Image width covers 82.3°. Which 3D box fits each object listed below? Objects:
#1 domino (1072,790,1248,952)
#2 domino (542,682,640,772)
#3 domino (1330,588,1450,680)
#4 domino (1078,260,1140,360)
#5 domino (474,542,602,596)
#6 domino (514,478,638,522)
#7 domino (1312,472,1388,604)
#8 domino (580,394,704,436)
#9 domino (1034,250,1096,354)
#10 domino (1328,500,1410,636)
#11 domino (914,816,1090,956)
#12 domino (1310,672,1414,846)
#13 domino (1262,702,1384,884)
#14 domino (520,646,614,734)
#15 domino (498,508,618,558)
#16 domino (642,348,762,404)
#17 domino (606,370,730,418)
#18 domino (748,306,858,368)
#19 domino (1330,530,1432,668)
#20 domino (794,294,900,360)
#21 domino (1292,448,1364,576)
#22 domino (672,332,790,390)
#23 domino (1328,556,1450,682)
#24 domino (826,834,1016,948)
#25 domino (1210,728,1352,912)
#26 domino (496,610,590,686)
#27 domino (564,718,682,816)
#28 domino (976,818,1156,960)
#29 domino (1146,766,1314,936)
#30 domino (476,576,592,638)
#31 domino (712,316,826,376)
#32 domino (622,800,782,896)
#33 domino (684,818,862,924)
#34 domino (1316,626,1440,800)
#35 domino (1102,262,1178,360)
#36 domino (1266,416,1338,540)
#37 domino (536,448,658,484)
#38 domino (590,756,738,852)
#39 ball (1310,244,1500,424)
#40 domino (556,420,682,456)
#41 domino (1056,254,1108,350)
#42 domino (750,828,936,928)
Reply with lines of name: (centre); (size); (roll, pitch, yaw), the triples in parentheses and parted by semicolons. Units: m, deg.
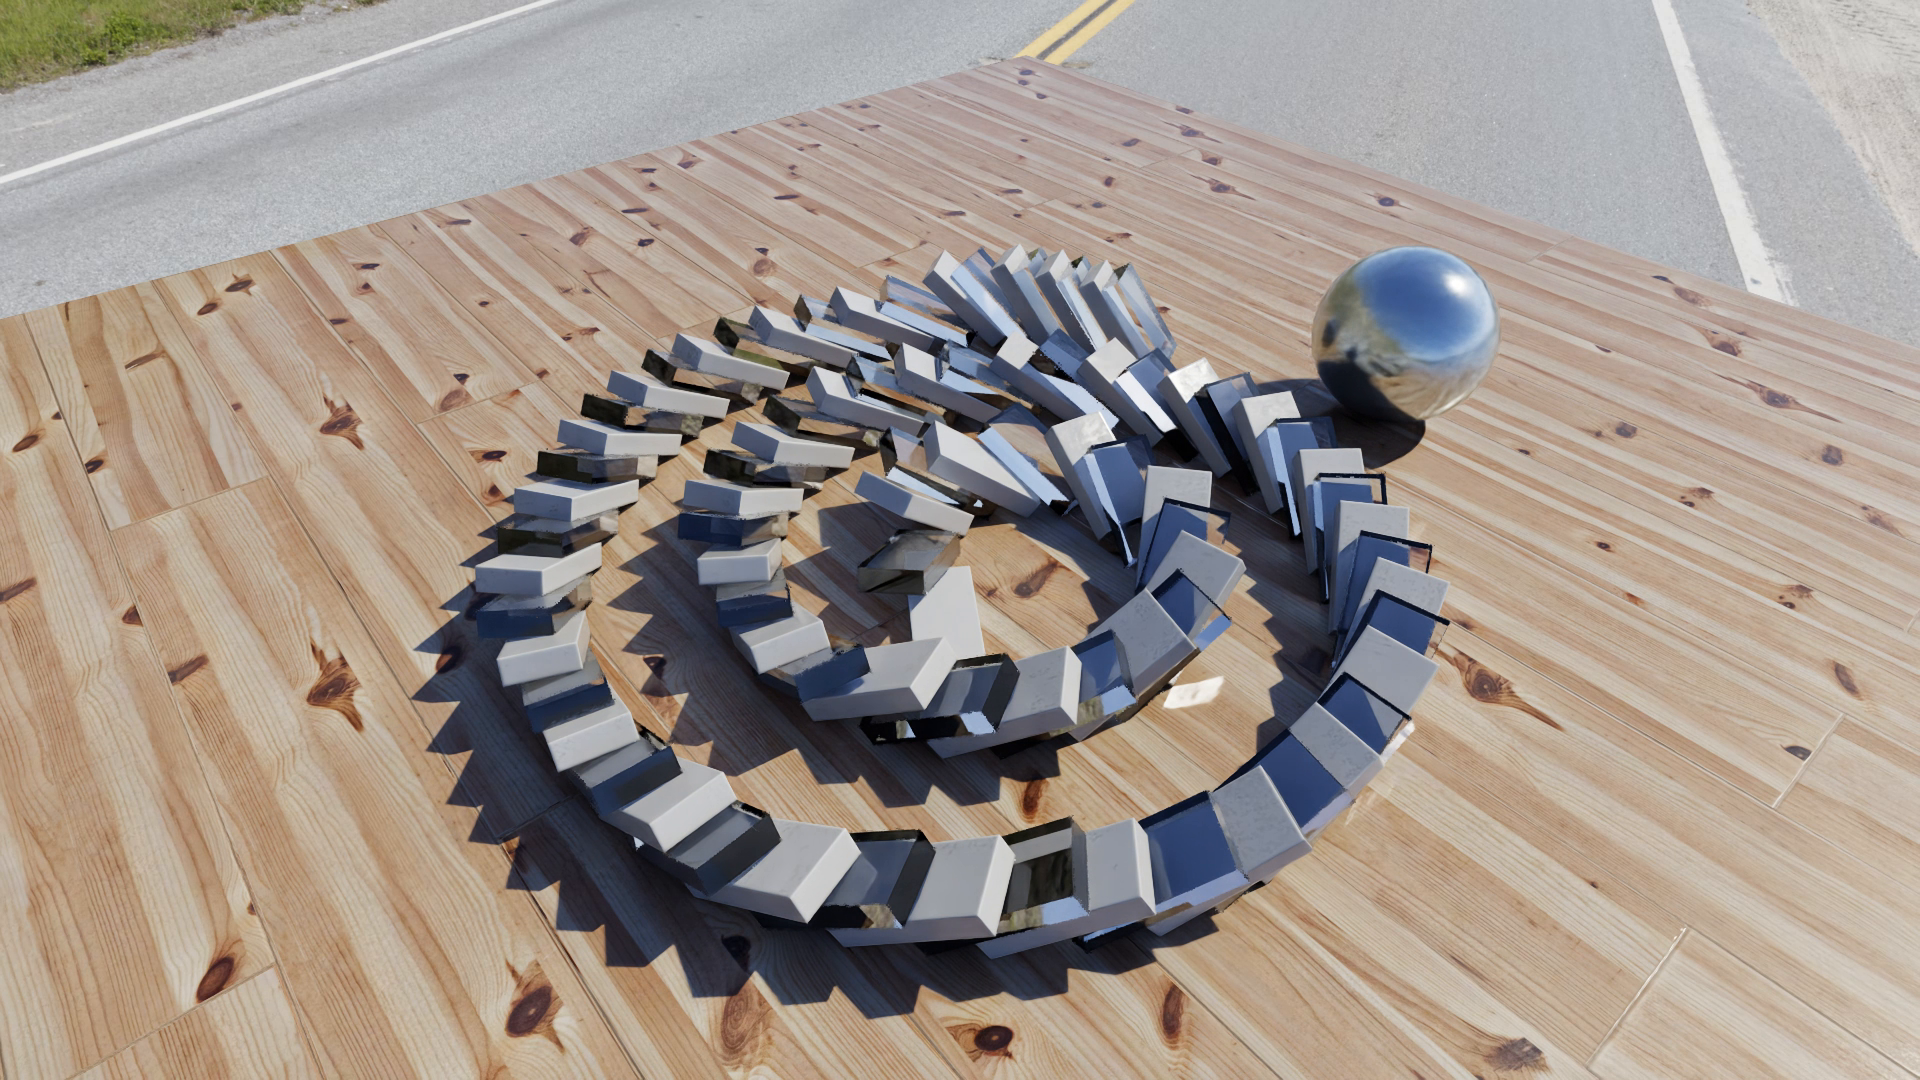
domino: (0.052, 0.093, 0.309); (0.050, 0.010, 0.025); (-29, 43, 14)
domino: (-0.121, 0.059, 0.353); (0.025, 0.009, 0.050); (-20, 14, -23)
domino: (0.140, 0.044, 0.368); (0.025, 0.010, 0.050); (27, 79, 22)
domino: (0.079, -0.112, 0.551); (0.009, 0.050, 0.025); (-19, 26, 36)
domino: (-0.157, 0.010, 0.414); (0.025, 0.009, 0.050); (3, 11, 5)
domino: (-0.155, -0.018, 0.449); (0.025, 0.010, 0.050); (10, 13, 12)
domino: (0.151, -0.001, 0.423); (0.025, 0.009, 0.050); (1, 74, 1)
domino: (-0.141, -0.055, 0.490); (0.025, 0.009, 0.050); (18, 9, 23)
domino: (0.058, -0.120, 0.560); (0.009, 0.050, 0.025); (-19, 28, 36)
domino: (0.152, 0.012, 0.409); (0.025, 0.009, 0.050); (6, 74, 8)
domino: (0.011, 0.096, 0.306); (0.050, 0.009, 0.025); (-22, 35, 21)
domino: (0.114, 0.068, 0.341); (0.050, 0.010, 0.025); (-47, 52, -5)
domino: (0.100, 0.076, 0.331); (0.050, 0.009, 0.025); (-45, 49, 0)
domino: (-0.131, 0.049, 0.364); (0.025, 0.010, 0.050); (-20, 13, -21)
domino: (-0.156, -0.004, 0.431); (0.025, 0.010, 0.050); (5, 12, 6)
domino: (-0.121, -0.077, 0.517); (0.025, 0.009, 0.050); (34, 17, 35)
domino: (-0.133, -0.066, 0.503); (0.025, 0.010, 0.050); (24, 12, 30)
domino: (-0.077, -0.100, 0.546); (0.050, 0.010, 0.025); (11, 27, -40)
domino: (0.151, 0.024, 0.394); (0.025, 0.010, 0.050); (13, 75, 15)
domino: (-0.057, -0.108, 0.557); (0.050, 0.009, 0.025); (12, 31, -32)
domino: (0.149, -0.011, 0.438); (0.025, 0.010, 0.050); (-1, 71, -2)
domino: (-0.109, -0.085, 0.526); (0.050, 0.009, 0.025); (8, 21, -47)
domino: (0.148, 0.034, 0.381); (0.025, 0.009, 0.050); (22, 77, 18)
domino: (-0.011, 0.098, 0.305); (0.050, 0.009, 0.025); (-16, 33, 29)
domino: (0.086, 0.082, 0.322); (0.050, 0.010, 0.025); (-42, 49, 3)
domino: (-0.143, 0.037, 0.380); (0.025, 0.009, 0.050); (-12, 12, -14)
domino: (-0.106, 0.069, 0.340); (0.025, 0.009, 0.050); (-27, 16, -27)
domino: (0.028, 0.097, 0.306); (0.050, 0.010, 0.025); (-23, 35, 20)
domino: (0.071, 0.089, 0.314); (0.050, 0.010, 0.025); (-33, 46, 10)
domino: (-0.152, 0.024, 0.397); (0.025, 0.009, 0.050); (-3, 11, -3)
domino: (-0.093, -0.093, 0.538); (0.050, 0.009, 0.025); (10, 27, -42)
domino: (-0.077, 0.086, 0.321); (0.025, 0.010, 0.050); (-34, 23, -34)
domino: (-0.055, 0.092, 0.313); (0.050, 0.010, 0.025); (-5, 31, 41)
domino: (0.129, 0.055, 0.355); (0.025, 0.010, 0.050); (32, 81, 27)
domino: (0.090, -0.110, 0.549); (0.010, 0.050, 0.025); (-19, 26, 36)
domino: (0.145, -0.026, 0.454); (0.025, 0.009, 0.050); (-3, 71, -10)
domino: (-0.151, -0.032, 0.462); (0.025, 0.009, 0.050); (10, 9, 13)
domino: (-0.090, 0.077, 0.329); (0.025, 0.010, 0.050); (-34, 19, -34)
ball: (0.202, -0.093, 0.502); (0.080, 0.080, 0.080); (0, 39, 0)
domino: (-0.147, -0.044, 0.478); (0.025, 0.010, 0.050); (17, 11, 20)
domino: (0.068, -0.116, 0.556); (0.010, 0.050, 0.025); (-19, 27, 36)
domino: (-0.034, 0.095, 0.309); (0.050, 0.010, 0.025); (-13, 31, 32)
